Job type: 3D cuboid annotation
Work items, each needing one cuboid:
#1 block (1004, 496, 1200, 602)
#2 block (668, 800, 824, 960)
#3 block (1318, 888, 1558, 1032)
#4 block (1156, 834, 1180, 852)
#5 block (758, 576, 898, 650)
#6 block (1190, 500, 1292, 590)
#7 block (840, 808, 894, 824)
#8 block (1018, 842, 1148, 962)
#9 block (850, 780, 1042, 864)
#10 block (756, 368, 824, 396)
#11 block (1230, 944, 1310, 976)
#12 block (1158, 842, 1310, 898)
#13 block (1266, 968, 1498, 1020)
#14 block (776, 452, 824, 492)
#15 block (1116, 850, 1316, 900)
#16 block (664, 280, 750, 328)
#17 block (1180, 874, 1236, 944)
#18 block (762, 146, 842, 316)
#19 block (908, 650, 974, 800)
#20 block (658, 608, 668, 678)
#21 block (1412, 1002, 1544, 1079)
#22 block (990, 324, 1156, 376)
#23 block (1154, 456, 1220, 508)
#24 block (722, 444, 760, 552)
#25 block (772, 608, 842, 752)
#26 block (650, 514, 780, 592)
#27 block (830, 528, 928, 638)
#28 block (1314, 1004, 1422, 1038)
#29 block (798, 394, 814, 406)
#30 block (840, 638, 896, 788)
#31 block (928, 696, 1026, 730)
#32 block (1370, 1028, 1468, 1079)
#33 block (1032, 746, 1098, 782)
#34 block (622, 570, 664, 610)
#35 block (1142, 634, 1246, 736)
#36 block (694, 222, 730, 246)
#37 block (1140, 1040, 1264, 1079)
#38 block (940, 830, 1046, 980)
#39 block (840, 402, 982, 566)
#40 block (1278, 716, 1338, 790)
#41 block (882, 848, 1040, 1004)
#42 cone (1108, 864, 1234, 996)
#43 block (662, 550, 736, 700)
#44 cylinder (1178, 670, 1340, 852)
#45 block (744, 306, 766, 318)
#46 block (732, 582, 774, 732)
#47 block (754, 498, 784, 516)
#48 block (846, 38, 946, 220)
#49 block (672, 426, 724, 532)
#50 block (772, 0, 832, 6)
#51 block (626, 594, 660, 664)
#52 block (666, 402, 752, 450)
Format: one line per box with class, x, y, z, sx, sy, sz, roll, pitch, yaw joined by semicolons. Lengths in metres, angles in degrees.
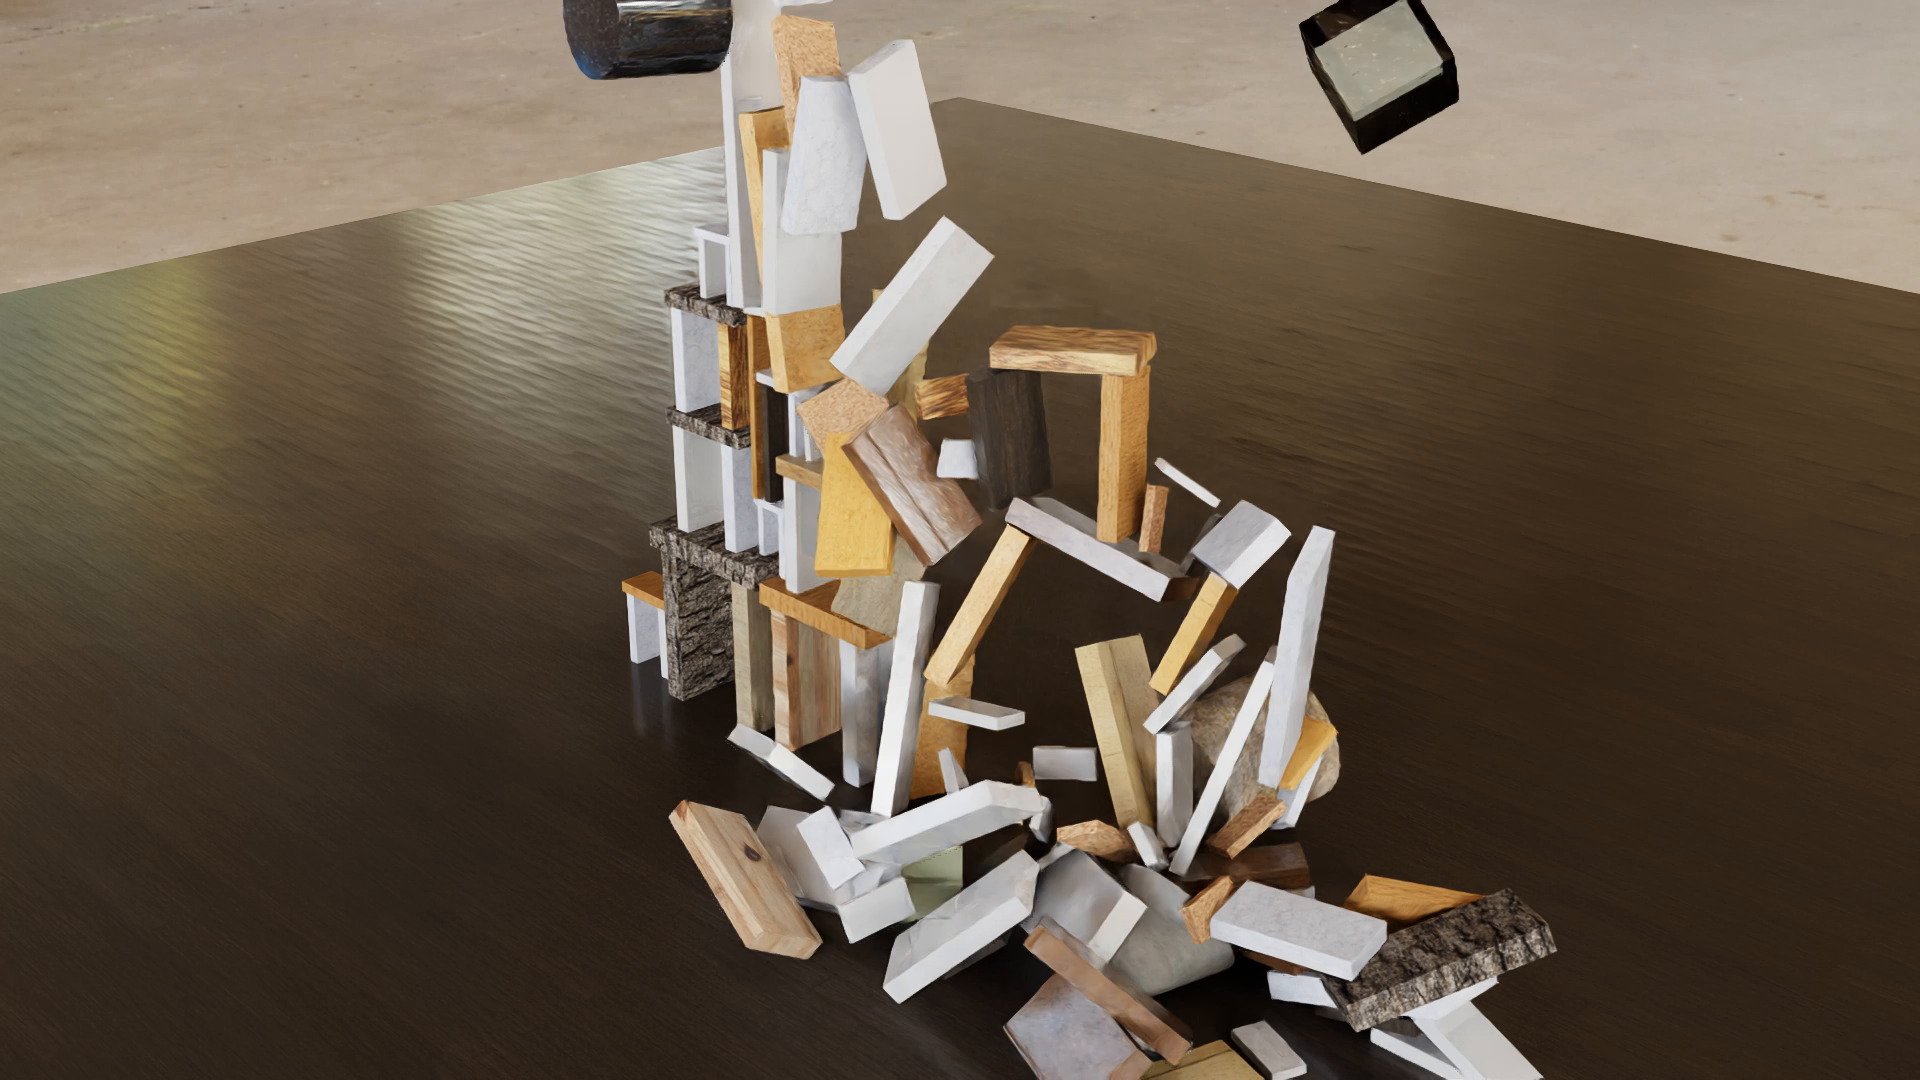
block;0.262;0.015;4.037;0.335;0.047;0.167;28;12;22
block;-0.390;0.615;3.993;0.164;0.047;0.329;24;21;-49
block;0.779;0.687;3.612;0.351;0.050;0.176;-21;12;-3
block;0.321;0.557;4.059;0.151;0.021;0.076;6;-18;-16
block;-0.248;0.133;4.555;0.326;0.046;0.163;21;31;40
block;0.474;0.005;3.725;0.129;0.036;0.257;-46;10;2
block;-0.149;0.521;4.091;0.138;0.020;0.069;11;-7;-14
block;0.204;0.655;3.905;0.050;0.177;0.354;36;-1;-17
block;-0.025;0.500;3.874;0.307;0.043;0.153;-25;-25;30
block;-0.346;-0.324;4.468;0.067;0.019;0.133;-21;31;-40
block;0.549;0.689;3.966;0.176;0.050;0.351;-15;13;-31
block;0.492;0.600;3.968;0.263;0.037;0.131;-7;11;3
block;0.718;0.748;3.761;0.175;0.050;0.351;-16;8;-42
block;-0.242;-0.135;4.437;0.125;0.035;0.250;-21;31;-41
block;0.455;0.646;3.993;0.177;0.050;0.354;-16;14;-35
block;-0.499;-0.493;4.566;0.227;0.032;0.113;21;31;40
block;0.431;0.631;3.763;0.019;0.066;0.132;-19;5;43
block;-0.304;-0.603;4.250;0.157;0.314;0.044;-15;27;-37
block;-0.059;0.374;4.470;0.154;0.308;0.044;-9;25;-31
block;-0.643;0.224;5.014;0.024;0.172;0.086;21;31;41
block;0.856;0.841;3.637;0.103;0.029;0.205;-16;50;-38
block;0.203;-0.340;3.934;0.268;0.038;0.134;5;25;21
block;0.405;-0.103;3.919;0.121;0.017;0.061;33;7;-18
block;-0.445;-0.103;4.664;0.034;0.239;0.120;21;31;40
block;-0.322;0.275;4.696;0.046;0.326;0.163;22;31;40
block;-0.491;0.012;4.762;0.354;0.050;0.177;21;31;40
block;-0.147;0.064;4.314;0.139;0.278;0.039;24;43;-2
block;0.722;0.799;3.774;0.205;0.029;0.103;2;18;45
block;-0.267;-0.265;4.406;0.105;0.015;0.053;15;29;27
block;-0.170;0.334;4.556;0.046;0.326;0.163;21;31;41
block;0.031;0.321;4.079;0.164;0.023;0.082;10;11;39
block;0.809;0.854;3.711;0.205;0.029;0.103;21;31;40
block;0.199;0.421;4.146;0.121;0.060;0.017;0;14;17
block;-0.683;0.118;5.013;0.172;0.024;0.086;21;31;41
block;0.422;0.260;3.960;0.030;0.210;0.105;46;31;13
block;-0.477;-0.623;4.484;0.127;0.018;0.063;21;31;40
block;0.323;0.919;3.530;0.354;0.050;0.177;-12;26;-26
block;0.053;0.660;4.001;0.154;0.044;0.308;-35;12;29
block;-0.088;-0.102;4.043;0.137;0.274;0.039;-41;14;-28
block;0.624;0.393;4.053;0.073;0.021;0.146;17;58;49
block;0.002;0.677;3.858;0.308;0.044;0.154;-38;14;20
cone;0.297;0.751;3.844;0.258;0.258;0.258;23;59;43
block;-0.575;0.166;4.918;0.050;0.354;0.177;20;30;39
cylinder;0.549;0.431;4.341;0.281;0.281;0.281;-22;31;-27
block;-0.379;-0.464;4.439;0.059;0.017;0.118;-15;20;-38
block;-0.405;0.230;4.765;0.050;0.354;0.177;21;30;40
block;-0.374;-0.075;4.599;0.055;0.016;0.111;-19;30;-37
block;-0.115;-0.764;4.098;0.042;0.295;0.148;14;43;36
block;-0.559;-0.147;4.767;0.034;0.239;0.120;21;31;40
block;-0.354;-1.115;4.208;0.126;0.036;0.251;-15;55;-35
block;-0.724;0.192;5.088;0.024;0.172;0.086;21;31;41
block;-0.502;-0.251;4.662;0.239;0.034;0.120;21;31;40
